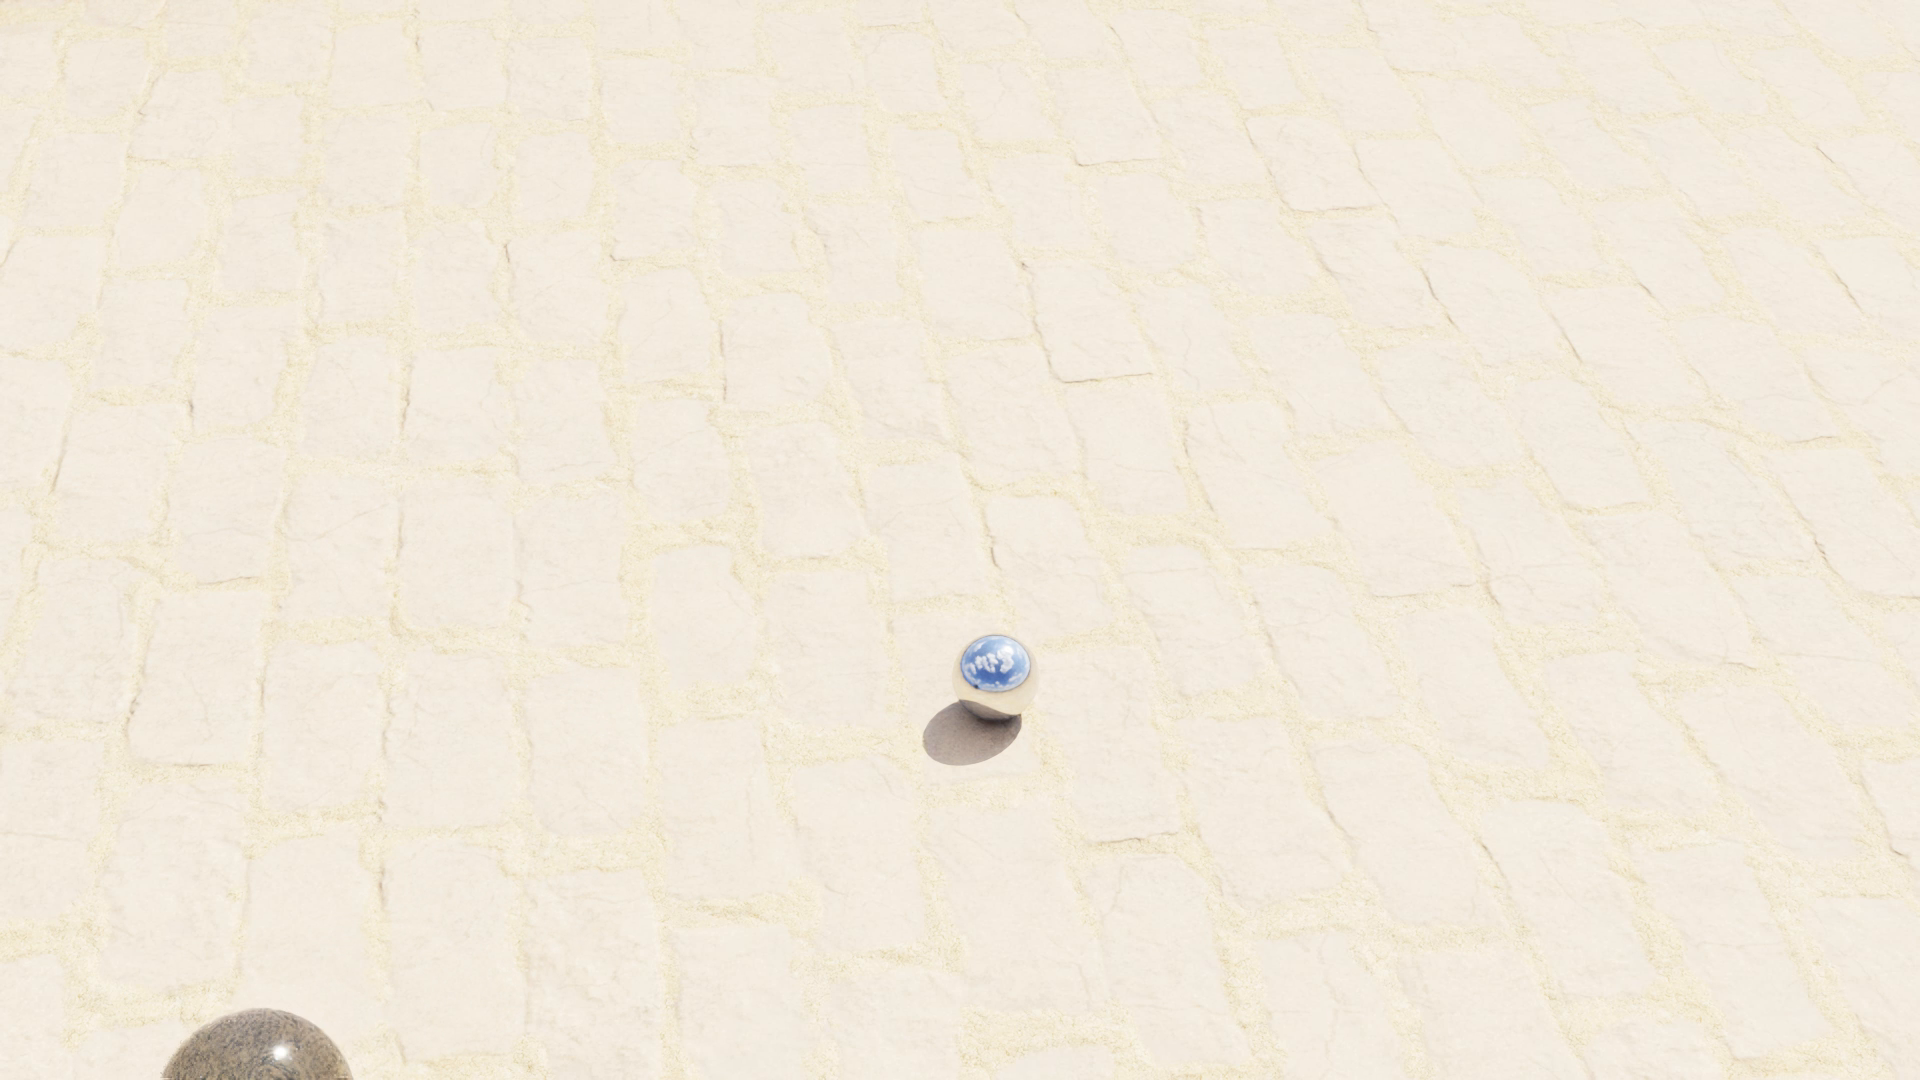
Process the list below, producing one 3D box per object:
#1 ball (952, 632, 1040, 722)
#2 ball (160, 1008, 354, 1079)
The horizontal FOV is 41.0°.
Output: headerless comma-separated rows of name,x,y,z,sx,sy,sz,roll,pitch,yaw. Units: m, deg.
ball,0.020,0.076,1.426,0.049,0.049,0.049,0,37,0
ball,-0.316,0.255,1.152,0.088,0.088,0.088,0,37,0
